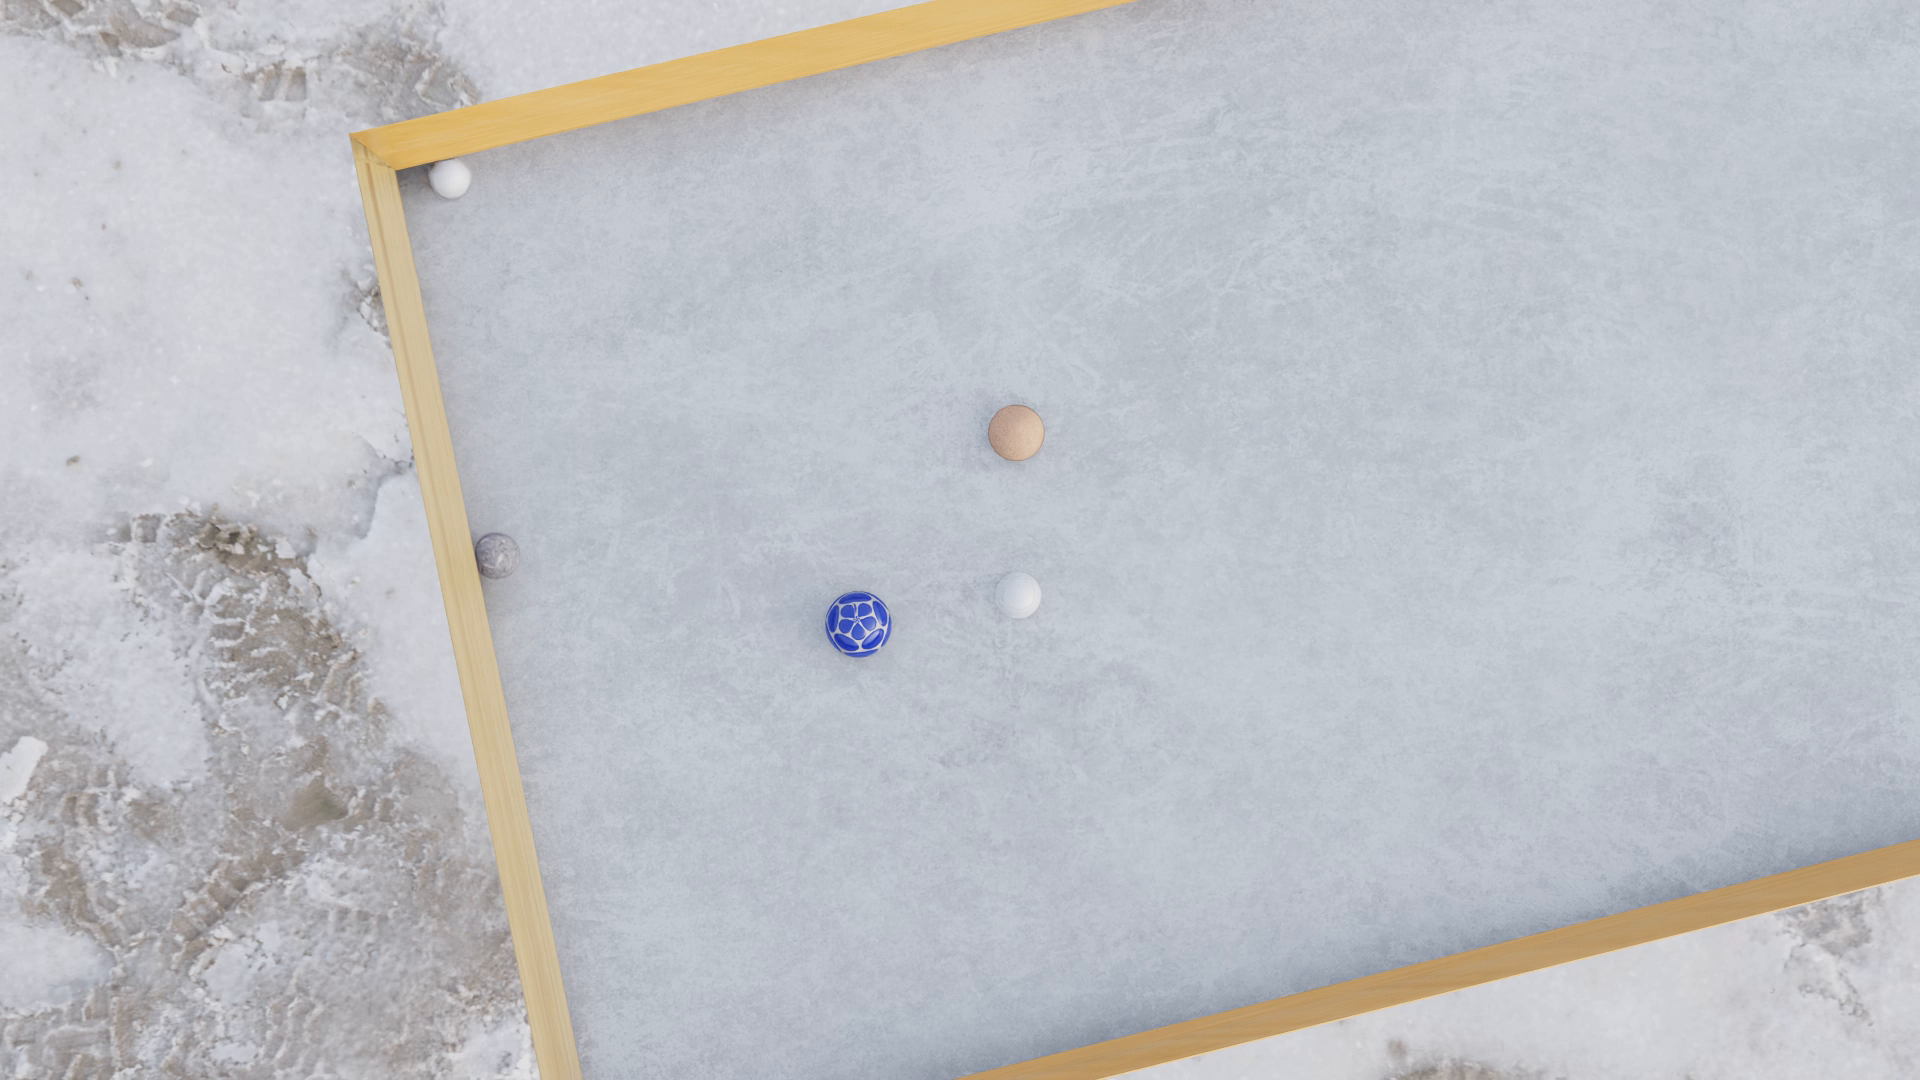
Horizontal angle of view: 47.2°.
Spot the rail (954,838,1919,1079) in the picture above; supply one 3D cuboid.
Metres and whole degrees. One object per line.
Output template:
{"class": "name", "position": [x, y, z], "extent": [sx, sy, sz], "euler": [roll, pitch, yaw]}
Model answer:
{"class": "rail", "position": [0.912, 0.567, 3.152], "extent": [2.999, 0.130, 0.045], "euler": [-13, 80, -2]}

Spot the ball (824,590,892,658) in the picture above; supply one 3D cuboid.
{"class": "ball", "position": [-0.150, 0.125, 3.248], "extent": [0.100, 0.100, 0.100], "euler": [0, 80, 0]}

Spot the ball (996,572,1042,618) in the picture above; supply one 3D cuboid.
{"class": "ball", "position": [0.087, 0.082, 3.272], "extent": [0.069, 0.069, 0.069], "euler": [0, 80, 0]}

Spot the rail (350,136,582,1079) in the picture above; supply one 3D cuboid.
{"class": "rail", "position": [-0.706, 0.164, 3.225], "extent": [0.045, 0.130, 1.606], "euler": [-13, 80, -2]}

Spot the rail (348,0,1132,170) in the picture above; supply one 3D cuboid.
{"class": "rail", "position": [0.545, -0.924, 3.421], "extent": [2.999, 0.130, 0.045], "euler": [-13, 80, -2]}

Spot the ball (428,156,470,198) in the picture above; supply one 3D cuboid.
{"class": "ball", "position": [-0.787, -0.559, 3.389], "extent": [0.064, 0.064, 0.064], "euler": [0, 80, 0]}

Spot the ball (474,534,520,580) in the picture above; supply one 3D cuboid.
{"class": "ball", "position": [-0.691, 0.024, 3.282], "extent": [0.069, 0.069, 0.069], "euler": [0, 80, 0]}

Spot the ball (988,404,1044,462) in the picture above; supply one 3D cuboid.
{"class": "ball", "position": [0.085, -0.161, 3.307], "extent": [0.086, 0.086, 0.086], "euler": [0, 80, 0]}
